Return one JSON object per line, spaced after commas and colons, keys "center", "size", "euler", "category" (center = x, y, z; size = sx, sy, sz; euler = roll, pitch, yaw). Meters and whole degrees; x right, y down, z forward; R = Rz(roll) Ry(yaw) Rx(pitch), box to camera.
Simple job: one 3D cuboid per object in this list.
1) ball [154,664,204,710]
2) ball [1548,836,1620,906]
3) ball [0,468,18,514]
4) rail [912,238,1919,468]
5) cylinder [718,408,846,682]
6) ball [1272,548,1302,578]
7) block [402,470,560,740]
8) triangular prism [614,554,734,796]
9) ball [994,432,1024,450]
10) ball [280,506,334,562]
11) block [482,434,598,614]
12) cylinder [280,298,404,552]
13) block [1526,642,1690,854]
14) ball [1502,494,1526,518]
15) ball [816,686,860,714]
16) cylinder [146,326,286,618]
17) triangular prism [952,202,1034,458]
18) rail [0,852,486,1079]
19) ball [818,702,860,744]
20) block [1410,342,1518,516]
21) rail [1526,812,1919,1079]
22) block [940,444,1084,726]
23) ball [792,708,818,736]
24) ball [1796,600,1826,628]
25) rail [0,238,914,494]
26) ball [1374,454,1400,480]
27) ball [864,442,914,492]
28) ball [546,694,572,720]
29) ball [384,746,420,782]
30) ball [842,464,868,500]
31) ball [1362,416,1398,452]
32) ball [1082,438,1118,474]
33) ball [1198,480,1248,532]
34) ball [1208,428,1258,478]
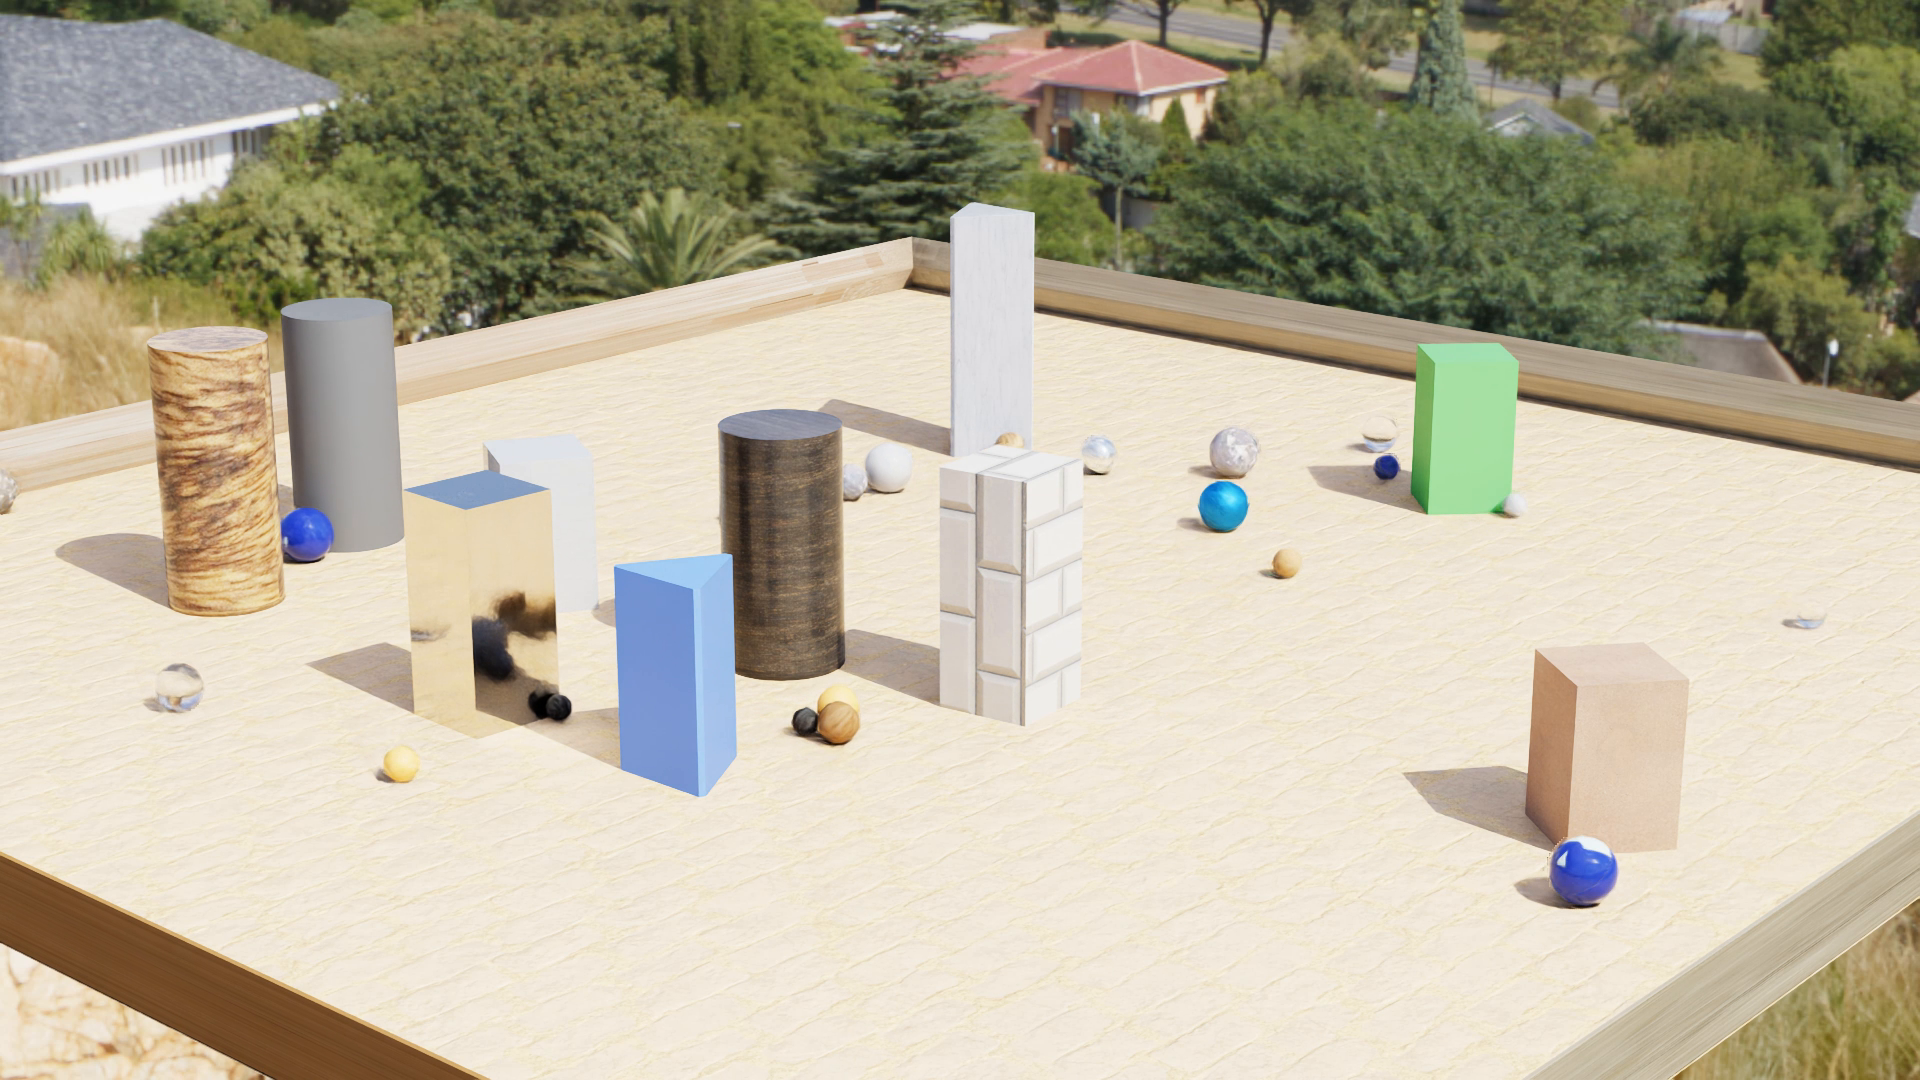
{"center": [-1.216, 0.229, 4.567], "size": [0.074, 0.074, 0.074], "euler": [0, 17, 0], "category": "ball"}
{"center": [0.820, 0.435, 3.855], "size": [0.090, 0.090, 0.090], "euler": [0, 17, 0], "category": "ball"}
{"center": [-1.851, -0.094, 5.611], "size": [0.091, 0.091, 0.091], "euler": [0, 17, 0], "category": "ball"}
{"center": [1.232, -0.377, 6.479], "size": [3.638, 0.130, 0.045], "euler": [14, 22, 39], "category": "rail"}
{"center": [-0.288, 0.006, 4.742], "size": [0.200, 0.400, 0.200], "euler": [0, 17, 0], "category": "cylinder"}
{"center": [0.583, 0.041, 5.231], "size": [0.052, 0.052, 0.052], "euler": [0, 17, 0], "category": "ball"}
{"center": [-0.734, 0.097, 4.506], "size": [0.160, 0.363, 0.160], "euler": [16, 23, 42], "category": "block"}
{"center": [-0.386, 0.187, 4.288], "size": [0.173, 0.314, 0.150], "euler": [14, 22, 39], "category": "triangular prism"}
{"center": [0.101, -0.190, 5.978], "size": [0.062, 0.062, 0.062], "euler": [0, 17, 0], "category": "ball"}
{"center": [-1.186, -0.010, 5.317], "size": [0.100, 0.100, 0.100], "euler": [0, 17, 0], "category": "ball"}
{"center": [-0.725, -0.026, 5.068], "size": [0.160, 0.273, 0.160], "euler": [-6, 18, -19], "category": "block"}
{"center": [-1.137, -0.213, 5.410], "size": [0.200, 0.435, 0.200], "euler": [0, 17, 0], "category": "cylinder"}
{"center": [0.895, 0.289, 4.066], "size": [0.160, 0.248, 0.160], "euler": [-3, 17, -10], "category": "block"}
{"center": [1.057, -0.066, 5.595], "size": [0.047, 0.047, 0.047], "euler": [0, 17, 0], "category": "ball"}
{"center": [-0.187, 0.255, 4.495], "size": [0.065, 0.065, 0.065], "euler": [0, 17, 0], "category": "ball"}
{"center": [-1.277, -0.119, 5.045], "size": [0.200, 0.464, 0.200], "euler": [0, 17, 0], "category": "cylinder"}
{"center": [0.046, -0.436, 6.041], "size": [0.173, 0.497, 0.150], "euler": [-5, 17, -15], "category": "triangular prism"}
{"center": [-1.232, 0.442, 3.761], "size": [3.638, 0.130, 0.045], "euler": [14, 22, 39], "category": "rail"}
{"center": [-0.184, 0.276, 4.430], "size": [0.063, 0.063, 0.063], "euler": [0, 17, 0], "category": "ball"}
{"center": [0.971, -0.215, 5.652], "size": [0.160, 0.299, 0.160], "euler": [-1, 17, -3], "category": "block"}
{"center": [1.356, 0.372, 3.993], "size": [0.045, 0.130, 3.806], "euler": [14, 22, 39], "category": "rail"}
{"center": [0.079, 0.069, 4.553], "size": [0.160, 0.389, 0.160], "euler": [11, 20, 33], "category": "block"}
{"center": [-0.235, 0.277, 4.463], "size": [0.042, 0.042, 0.042], "euler": [0, 17, 0], "category": "ball"}
{"center": [1.439, 0.126, 4.955], "size": [0.049, 0.049, 0.049], "euler": [0, 17, 0], "category": "ball"}
{"center": [-1.356, -0.307, 6.247], "size": [0.045, 0.130, 3.806], "euler": [14, 22, 39], "category": "rail"}
{"center": [0.850, -0.144, 5.848], "size": [0.051, 0.051, 0.051], "euler": [0, 17, 0], "category": "ball"}
{"center": [-0.139, -0.143, 5.761], "size": [0.098, 0.098, 0.098], "euler": [0, 17, 0], "category": "ball"}
{"center": [-0.620, 0.259, 4.528], "size": [0.040, 0.040, 0.040], "euler": [0, 17, 0], "category": "ball"}
{"center": [-0.815, 0.327, 4.280], "size": [0.053, 0.053, 0.053], "euler": [0, 17, 0], "category": "ball"}
{"center": [-0.216, -0.113, 5.708], "size": [0.071, 0.071, 0.071], "euler": [0, 17, 0], "category": "ball"}
{"center": [0.869, -0.220, 6.058], "size": [0.074, 0.074, 0.074], "euler": [0, 17, 0], "category": "ball"}
{"center": [0.280, -0.170, 5.892], "size": [0.074, 0.074, 0.074], "euler": [0, 17, 0], "category": "ball"}
{"center": [0.494, -0.064, 5.504], "size": [0.095, 0.095, 0.095], "euler": [0, 17, 0], "category": "ball"}
{"center": [0.547, -0.175, 5.865], "size": [0.100, 0.100, 0.100], "euler": [0, 17, 0], "category": "ball"}
